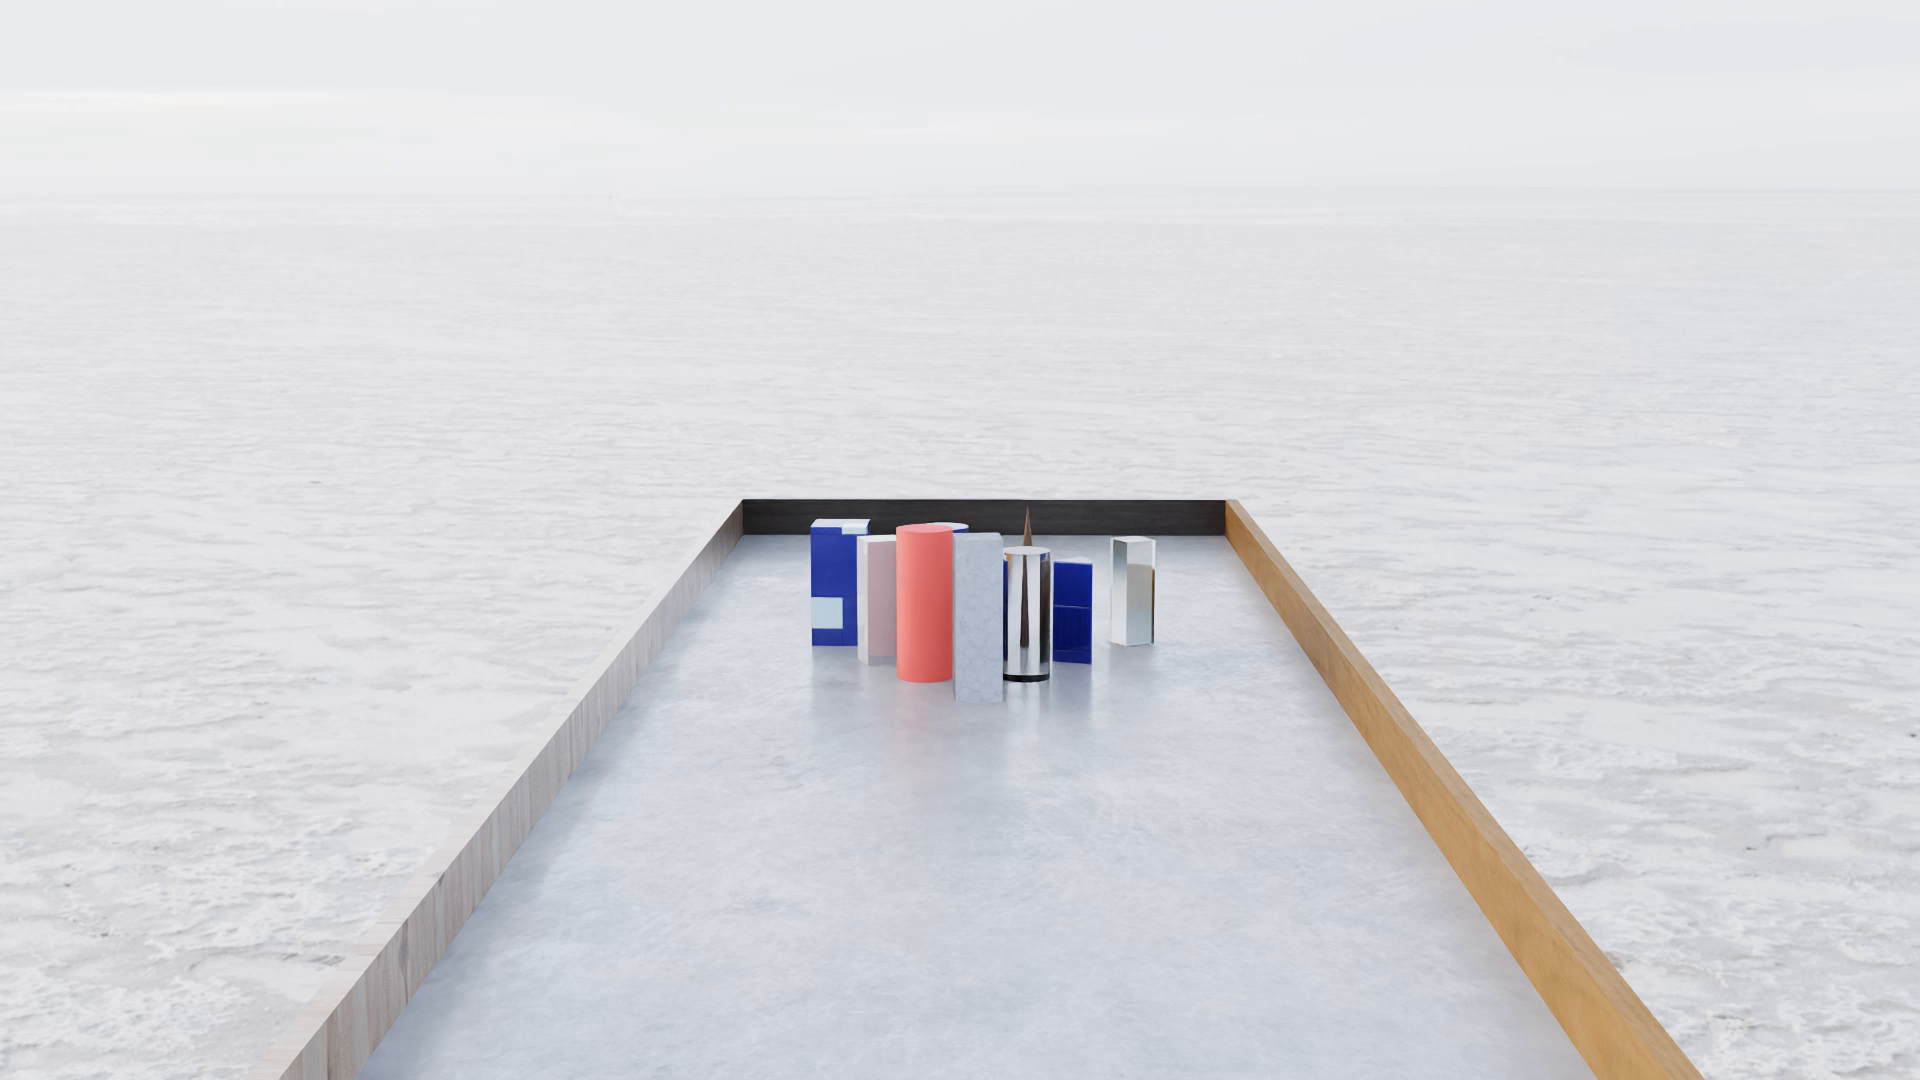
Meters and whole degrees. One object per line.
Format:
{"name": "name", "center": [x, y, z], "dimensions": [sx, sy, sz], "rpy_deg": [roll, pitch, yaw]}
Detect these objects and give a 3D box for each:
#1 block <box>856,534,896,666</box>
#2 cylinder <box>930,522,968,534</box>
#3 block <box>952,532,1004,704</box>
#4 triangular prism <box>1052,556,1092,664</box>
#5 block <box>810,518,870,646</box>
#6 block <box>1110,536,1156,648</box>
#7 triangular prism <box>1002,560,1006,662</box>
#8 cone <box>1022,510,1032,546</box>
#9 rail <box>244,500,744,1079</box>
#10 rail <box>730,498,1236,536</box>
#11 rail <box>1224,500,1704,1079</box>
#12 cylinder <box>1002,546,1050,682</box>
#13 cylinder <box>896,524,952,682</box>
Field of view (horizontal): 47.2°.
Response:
{"name": "block", "center": [-0.239, 0.182, 6.658], "dimensions": [0.116, 0.377, 0.116], "rpy_deg": [-3, 9, -18]}
{"name": "cylinder", "center": [-0.052, 0.141, 6.932], "dimensions": [0.158, 0.372, 0.158], "rpy_deg": [0, 9, 0]}
{"name": "block", "center": [0.049, 0.217, 6.170], "dimensions": [0.132, 0.460, 0.132], "rpy_deg": [-1, 9, -4]}
{"name": "triangular prism", "center": [0.358, 0.211, 6.692], "dimensions": [0.123, 0.309, 0.107], "rpy_deg": [3, 10, 21]}
{"name": "block", "center": [-0.376, 0.133, 6.965], "dimensions": [0.172, 0.378, 0.172], "rpy_deg": [0, 9, 3]}
{"name": "block", "center": [0.543, 0.161, 6.932], "dimensions": [0.103, 0.332, 0.103], "rpy_deg": [-4, 10, -26]}
{"name": "triangular prism", "center": [0.064, 0.213, 6.672], "dimensions": [0.114, 0.311, 0.099], "rpy_deg": [-6, 11, -34]}
{"name": "cone", "center": [0.213, 0.104, 6.940], "dimensions": [0.101, 0.442, 0.101], "rpy_deg": [0, 9, 0]}
{"name": "rail", "center": [-1.004, 0.839, 3.234], "dimensions": [0.050, 0.150, 12.000], "rpy_deg": [0, 9, 1]}
{"name": "rail", "center": [0.099, -0.098, 9.147], "dimensions": [2.100, 0.150, 0.050], "rpy_deg": [0, 9, 1]}
{"name": "rail", "center": [1.046, 0.843, 3.208], "dimensions": [0.050, 0.150, 12.000], "rpy_deg": [0, 9, 1]}
{"name": "cylinder", "center": [0.191, 0.217, 6.436], "dimensions": [0.147, 0.378, 0.147], "rpy_deg": [0, 9, 0]}
{"name": "cylinder", "center": [-0.103, 0.184, 6.438], "dimensions": [0.165, 0.441, 0.165], "rpy_deg": [0, 9, 0]}
